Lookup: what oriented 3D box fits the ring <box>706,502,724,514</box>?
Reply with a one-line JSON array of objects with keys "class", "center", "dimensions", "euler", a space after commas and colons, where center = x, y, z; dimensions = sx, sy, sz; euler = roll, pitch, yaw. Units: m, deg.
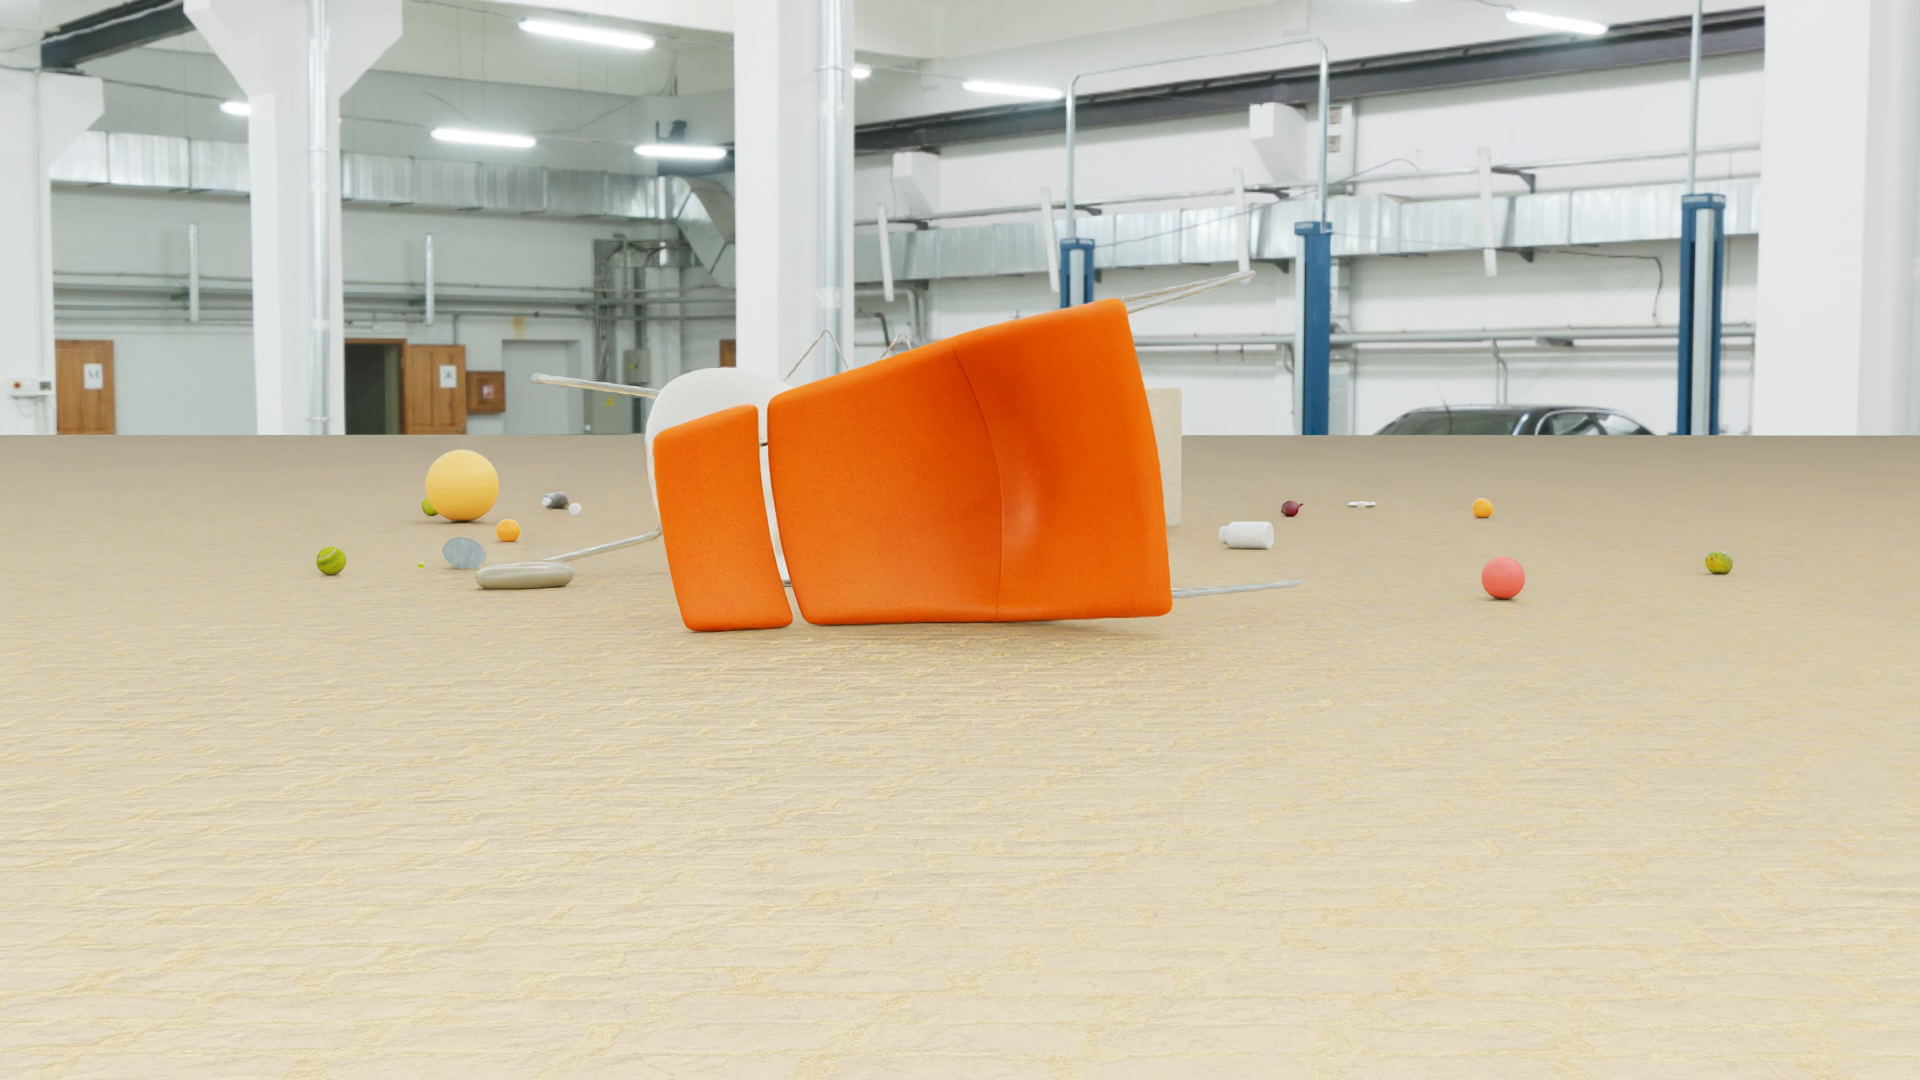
[{"class": "ring", "center": [-0.889, -0.119, 7.974], "dimensions": [0.062, 0.042, 0.067], "euler": [-1, 5, 14]}]

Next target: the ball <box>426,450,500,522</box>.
[{"class": "ball", "center": [-1.681, -0.183, 7.428], "dimensions": [0.244, 0.244, 0.244], "euler": [0, 4, 0]}]

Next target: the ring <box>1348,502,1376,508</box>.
[{"class": "ring", "center": [1.525, -0.134, 8.349], "dimensions": [0.105, 0.021, 0.116], "euler": [-1, 3, -11]}]

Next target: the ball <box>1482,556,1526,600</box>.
[{"class": "ball", "center": [1.161, 0.081, 4.701], "dimensions": [0.092, 0.092, 0.092], "euler": [0, 4, 0]}]

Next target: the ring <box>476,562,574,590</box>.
[{"class": "ring", "center": [-0.985, 0.082, 4.983], "dimensions": [0.226, 0.052, 0.131], "euler": [-3, 6, -27]}]

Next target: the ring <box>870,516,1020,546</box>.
[{"class": "ring", "center": [-0.044, -0.027, 6.410], "dimensions": [0.451, 0.073, 0.417], "euler": [1, 5, 24]}]

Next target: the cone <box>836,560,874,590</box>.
[{"class": "cone", "center": [-0.222, 0.093, 4.956], "dimensions": [0.111, 0.078, 0.054], "euler": [-4, -35, 37]}]
